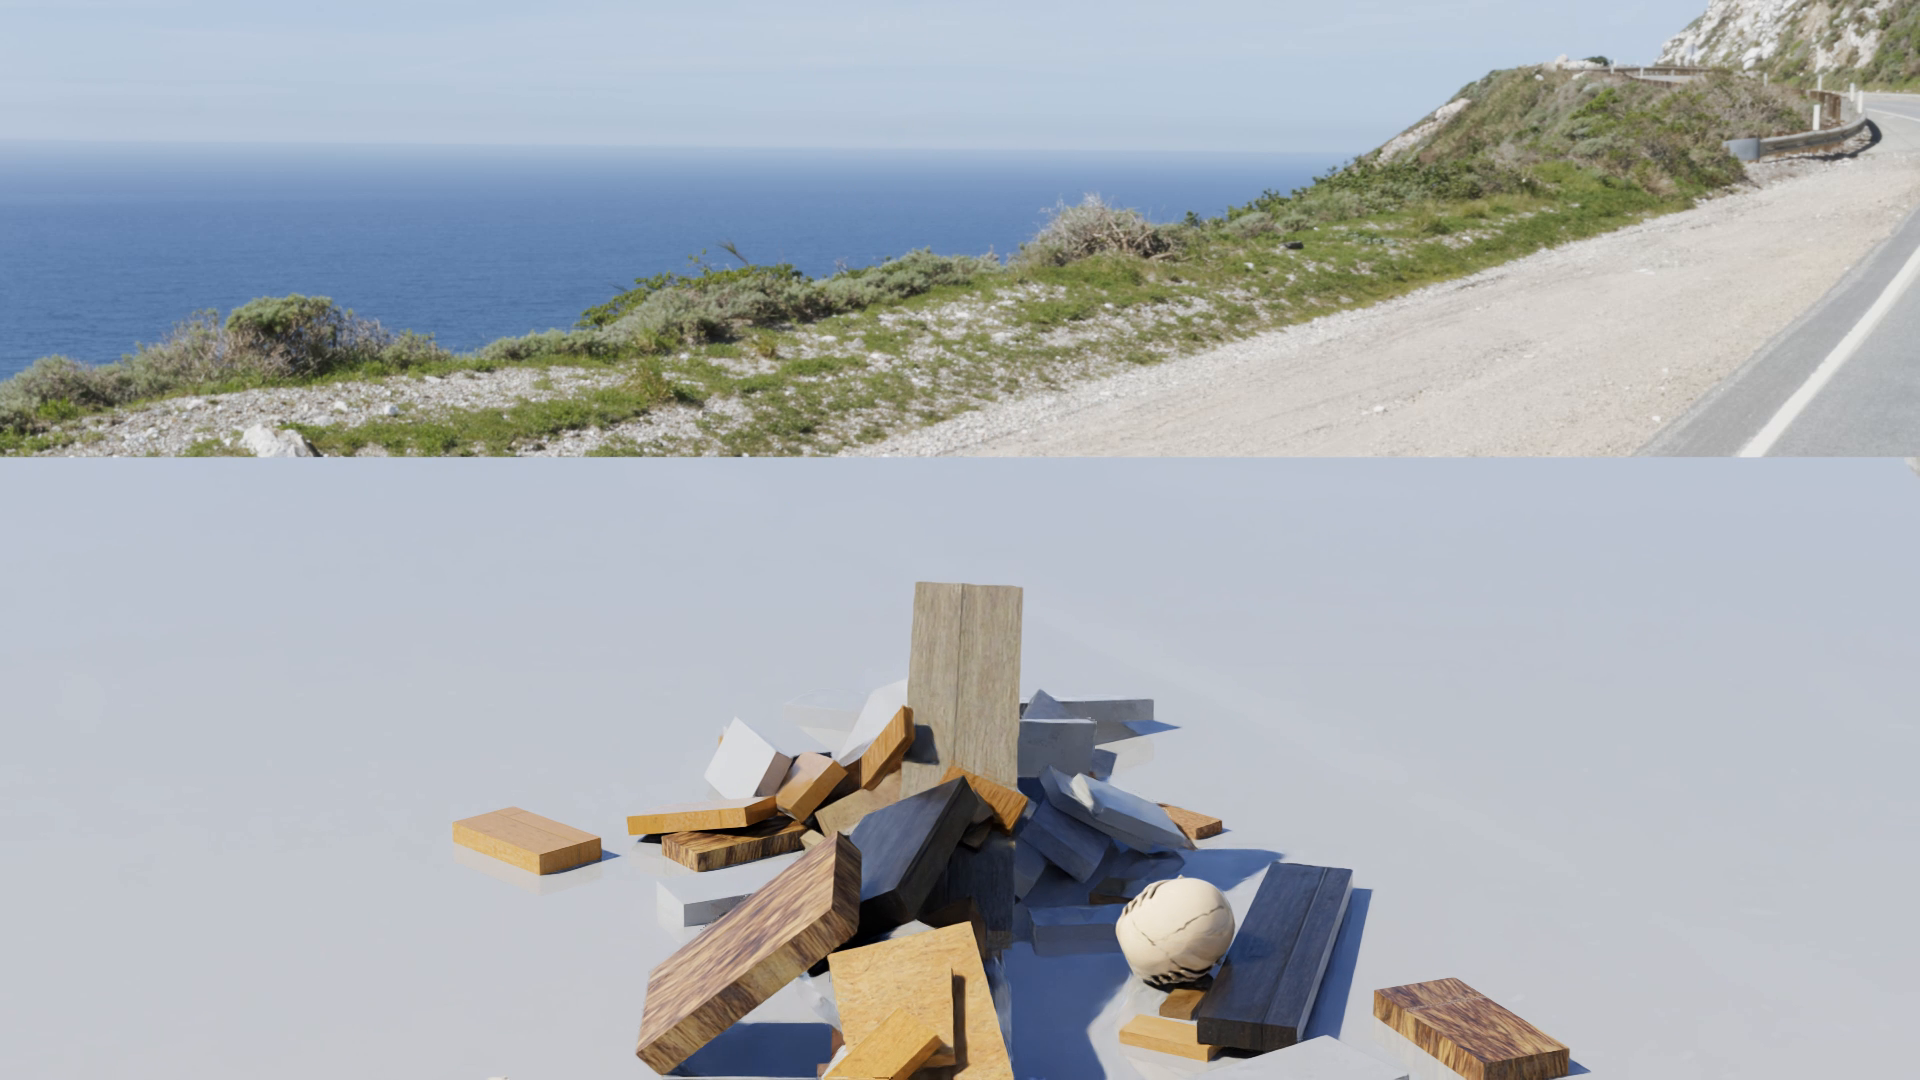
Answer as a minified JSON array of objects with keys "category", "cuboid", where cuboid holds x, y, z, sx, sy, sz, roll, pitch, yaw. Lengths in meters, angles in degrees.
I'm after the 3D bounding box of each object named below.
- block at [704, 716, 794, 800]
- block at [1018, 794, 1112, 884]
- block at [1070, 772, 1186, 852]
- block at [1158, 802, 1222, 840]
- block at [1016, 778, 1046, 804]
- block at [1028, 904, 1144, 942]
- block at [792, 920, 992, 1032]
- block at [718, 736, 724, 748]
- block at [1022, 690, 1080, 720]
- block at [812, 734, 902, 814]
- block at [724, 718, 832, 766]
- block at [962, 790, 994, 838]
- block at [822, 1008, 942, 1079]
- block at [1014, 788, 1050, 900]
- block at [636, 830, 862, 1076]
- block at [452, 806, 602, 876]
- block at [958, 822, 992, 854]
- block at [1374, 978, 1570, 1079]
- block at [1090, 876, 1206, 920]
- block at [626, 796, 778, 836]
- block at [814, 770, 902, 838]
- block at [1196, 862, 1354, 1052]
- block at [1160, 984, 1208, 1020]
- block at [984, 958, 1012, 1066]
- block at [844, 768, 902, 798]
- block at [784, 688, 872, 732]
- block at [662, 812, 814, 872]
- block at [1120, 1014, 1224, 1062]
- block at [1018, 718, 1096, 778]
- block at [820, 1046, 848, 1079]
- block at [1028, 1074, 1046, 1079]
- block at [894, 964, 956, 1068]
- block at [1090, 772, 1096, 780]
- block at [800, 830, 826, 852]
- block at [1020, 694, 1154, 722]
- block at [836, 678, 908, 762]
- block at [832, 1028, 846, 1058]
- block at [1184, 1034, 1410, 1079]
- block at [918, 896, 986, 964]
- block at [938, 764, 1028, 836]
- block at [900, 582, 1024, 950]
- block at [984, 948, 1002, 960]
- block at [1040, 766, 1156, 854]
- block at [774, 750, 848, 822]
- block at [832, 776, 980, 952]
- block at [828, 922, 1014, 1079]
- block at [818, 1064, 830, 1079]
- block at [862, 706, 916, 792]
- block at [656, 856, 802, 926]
[{"category":"block","cuboid":[-0.402,0.431,4.157,0.038,0.133,0.266,29,-2,-24]},{"category":"block","cuboid":[0.195,0.501,3.841,0.137,0.039,0.275,37,16,4]},{"category":"block","cuboid":[0.295,0.478,3.863,0.206,0.029,0.103,25,15,-36]},{"category":"block","cuboid":[0.398,0.514,4.022,0.074,0.021,0.148,-10,14,-43]},{"category":"block","cuboid":[0.090,0.481,3.955,0.137,0.039,0.274,39,21,11]},{"category":"block","cuboid":[0.199,0.608,3.503,0.172,0.024,0.086,-1,11,-6]},{"category":"block","cuboid":[-0.100,0.560,2.825,0.173,0.049,0.442,-25,2,-14]},{"category":"block","cuboid":[-0.359,0.441,4.351,0.157,0.045,0.315,-4,11,-21]},{"category":"block","cuboid":[0.183,0.382,4.343,0.136,0.039,0.272,37,14,1]},{"category":"block","cuboid":[-0.139,0.390,4.026,0.171,0.049,0.343,-36,2,-42]},{"category":"block","cuboid":[-0.360,0.406,4.310,0.133,0.038,0.265,-5,11,-23]},{"category":"block","cuboid":[-0.003,0.424,3.322,0.098,0.014,0.049,-31,64,-12]},{"category":"block","cuboid":[-0.090,0.574,2.400,0.132,0.019,0.066,-39,39,-25]},{"category":"block","cuboid":[0.094,0.512,3.765,0.137,0.039,0.275,37,18,5]},{"category":"block","cuboid":[-0.284,0.559,2.977,0.358,0.051,0.179,-38,21,17]},{"category":"block","cuboid":[-0.767,0.530,3.890,0.262,0.037,0.131,10,14,43]},{"category":"block","cuboid":[-0.006,0.435,3.338,0.098,0.014,0.049,21,53,15]},{"category":"block","cuboid":[0.707,0.684,3.060,0.136,0.039,0.272,-4,11,-21]},{"category":"block","cuboid":[0.308,0.588,3.612,0.172,0.024,0.086,4,11,22]},{"category":"block","cuboid":[-0.462,0.494,3.940,0.239,0.034,0.120,-7,1,22]},{"category":"block","cuboid":[-0.102,0.450,3.836,0.171,0.049,0.390,-28,-11,14]},{"category":"block","cuboid":[0.491,0.620,3.346,0.136,0.039,0.734,3,10,16]},{"category":"block","cuboid":[0.325,0.672,3.193,0.046,0.013,0.093,4,11,21]},{"category":"block","cuboid":[-0.024,0.660,2.832,0.177,0.050,0.354,-25,9,6]},{"category":"block","cuboid":[-0.064,0.394,4.155,0.171,0.049,0.343,-33,2,37]},{"category":"block","cuboid":[-0.203,0.371,4.725,0.315,0.045,0.157,5,11,23]},{"category":"block","cuboid":[-0.393,0.532,3.889,0.239,0.034,0.120,-8,13,-37]},{"category":"block","cuboid":[0.296,0.693,3.063,0.132,0.019,0.066,6,12,29]},{"category":"block","cuboid":[0.143,0.378,3.987,0.206,0.103,0.029,3,8,-25]},{"category":"block","cuboid":[-0.129,0.710,2.425,0.173,0.049,0.346,-3,34,32]},{"category":"block","cuboid":[0.074,0.738,2.503,0.154,0.044,0.524,-16,7,-7]},{"category":"block","cuboid":[-0.040,0.535,2.470,0.066,0.019,0.132,-7,36,3]},{"category":"block","cuboid":[0.181,0.455,4.326,0.092,0.026,0.184,-5,12,-26]},{"category":"block","cuboid":[-0.199,0.545,3.672,0.024,0.086,0.172,-37,27,-22]},{"category":"block","cuboid":[0.147,0.354,4.580,0.529,0.045,0.158,1,-1,-34]},{"category":"block","cuboid":[-0.149,0.368,4.391,0.131,0.037,0.262,-21,22,27]},{"category":"block","cuboid":[-0.061,0.670,2.616,0.177,0.050,0.354,-24,22,6]},{"category":"block","cuboid":[0.414,0.721,2.843,0.309,0.044,0.154,-7,13,-34]},{"category":"block","cuboid":[-0.057,0.587,3.041,0.177,0.050,0.354,-25,2,2]},{"category":"block","cuboid":[0.030,0.398,3.366,0.133,0.019,0.067,22,53,16]},{"category":"block","cuboid":[0.001,0.339,3.461,0.179,0.051,0.651,3,50,0]},{"category":"block","cuboid":[0.003,0.525,3.446,0.135,0.038,0.269,1,53,4]},{"category":"block","cuboid":[0.242,0.475,3.872,0.206,0.029,0.103,30,13,-21]},{"category":"block","cuboid":[-0.285,0.448,4.022,0.120,0.034,0.239,-47,11,-12]},{"category":"block","cuboid":[-0.104,0.464,3.141,0.179,0.051,0.358,-24,11,22]},{"category":"block","cuboid":[-0.036,0.583,2.461,0.173,0.049,0.346,-13,36,-5]},{"category":"block","cuboid":[-0.100,0.717,2.918,0.169,0.024,0.085,-2,11,-10]},{"category":"block","cuboid":[-0.114,0.329,3.458,0.019,0.133,0.067,22,36,-22]},{"category":"block","cuboid":[-0.352,0.578,3.629,0.266,0.038,0.133,-5,12,-26]}]
